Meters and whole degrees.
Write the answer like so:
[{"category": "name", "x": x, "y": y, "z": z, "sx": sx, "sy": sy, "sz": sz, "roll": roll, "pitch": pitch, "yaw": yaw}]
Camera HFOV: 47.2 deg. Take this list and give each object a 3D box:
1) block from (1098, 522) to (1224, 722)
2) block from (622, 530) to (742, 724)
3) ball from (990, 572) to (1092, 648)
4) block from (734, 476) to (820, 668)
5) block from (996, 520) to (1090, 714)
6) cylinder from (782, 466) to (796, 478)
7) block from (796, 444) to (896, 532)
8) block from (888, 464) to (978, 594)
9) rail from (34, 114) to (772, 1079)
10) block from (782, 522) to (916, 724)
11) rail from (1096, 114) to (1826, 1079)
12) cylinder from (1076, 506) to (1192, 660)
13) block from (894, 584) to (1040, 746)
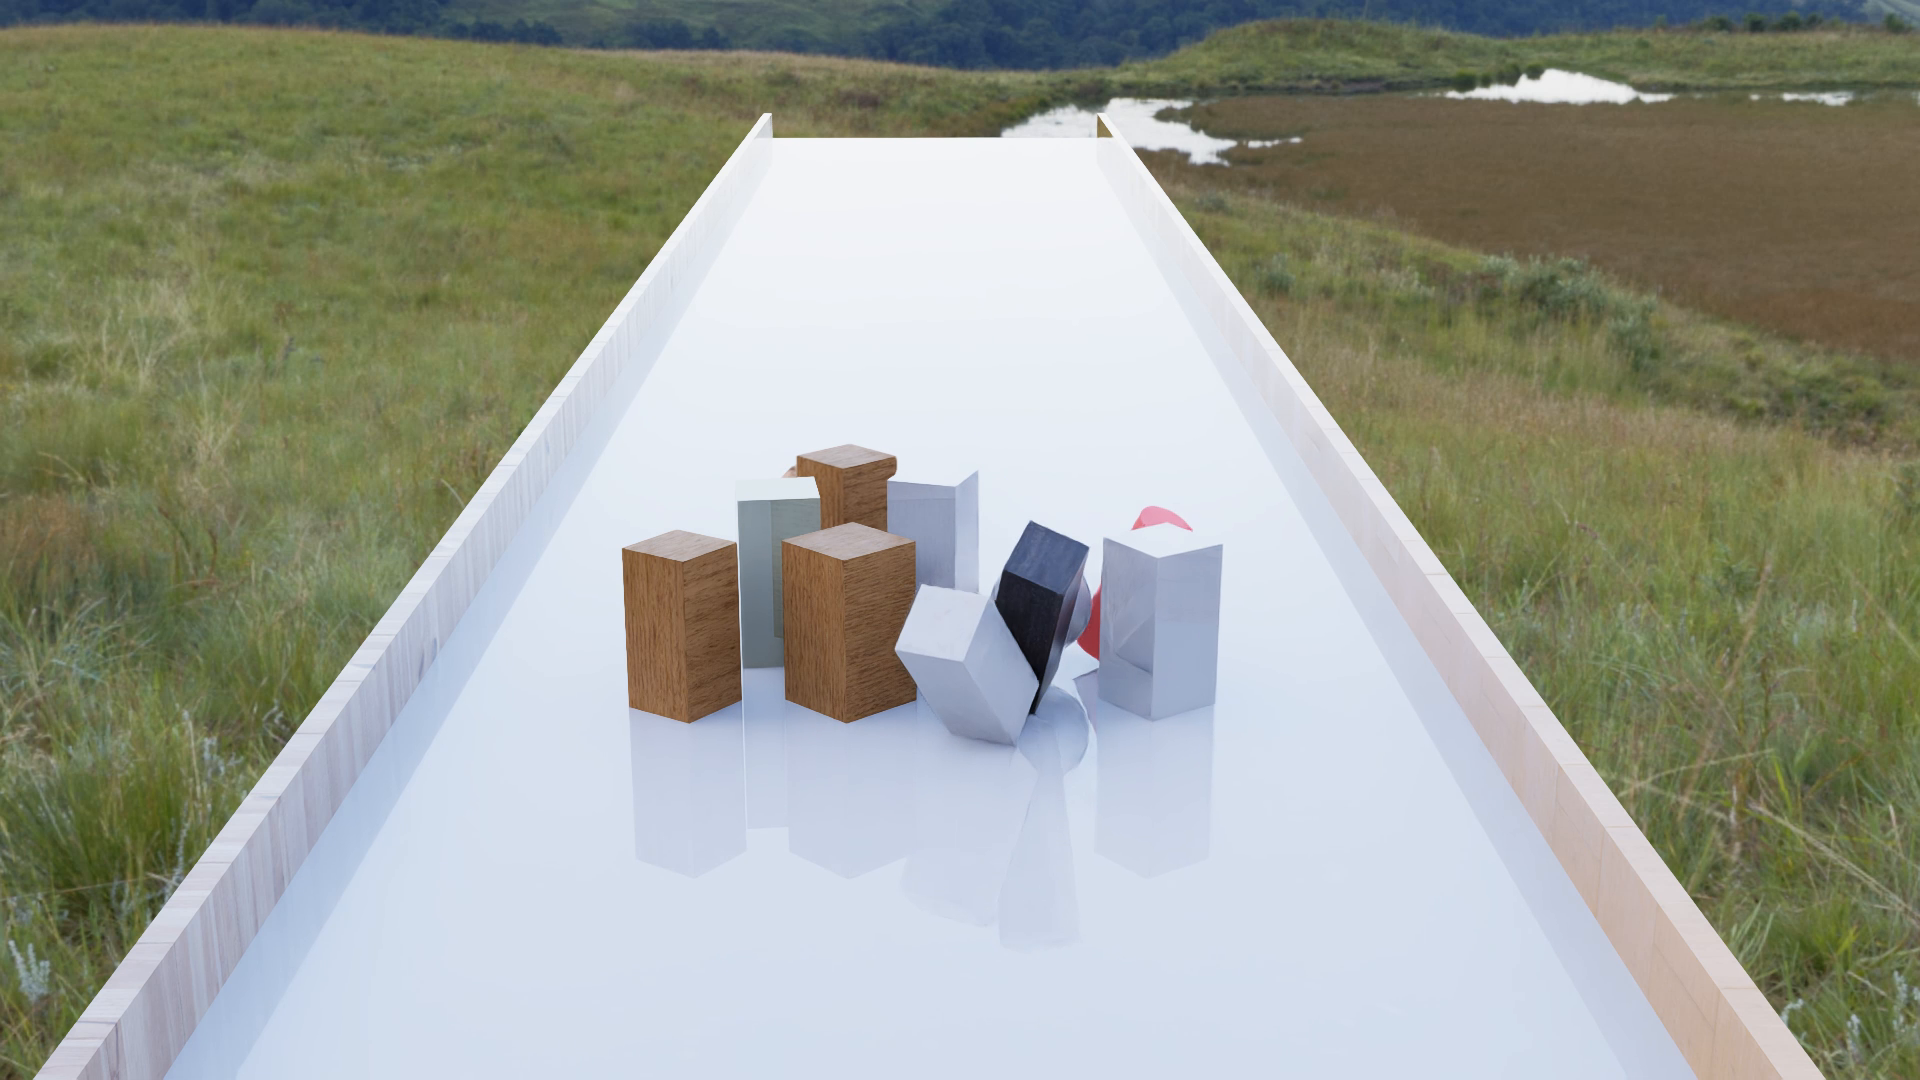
[{"category": "block", "x": 0.376, "y": 0.153, "z": 4.147, "sx": 0.158, "sy": 0.320, "sz": 0.158, "roll": -11, "pitch": 21, "yaw": -34}, {"category": "block", "x": -0.522, "y": 0.160, "z": 4.137, "sx": 0.151, "sy": 0.315, "sz": 0.151, "roll": 11, "pitch": 20, "yaw": 33}, {"category": "ball", "x": 0.160, "y": 0.125, "z": 4.328, "sx": 0.200, "sy": 0.200, "sz": 0.200, "roll": 0, "pitch": 17, "yaw": 0}, {"category": "block", "x": -0.364, "y": 0.064, "z": 4.405, "sx": 0.161, "sy": 0.346, "sz": 0.161, "roll": -2, "pitch": 17, "yaw": -8}, {"category": "block", "x": 0.130, "y": 0.147, "z": 3.993, "sx": 0.117, "sy": 0.415, "sz": 0.117, "roll": 24, "pitch": 57, "yaw": 9}, {"category": "cylinder", "x": -0.262, "y": -0.029, "z": 4.802, "sx": 0.321, "sy": 0.105, "sz": 0.105, "roll": 41, "pitch": -3, "yaw": -27}, {"category": "block", "x": -0.236, "y": -0.005, "z": 4.621, "sx": 0.148, "sy": 0.354, "sz": 0.148, "roll": -15, "pitch": 22, "yaw": -42}, {"category": "block", "x": -0.052, "y": 0.055, "z": 4.370, "sx": 0.141, "sy": 0.383, "sz": 0.141, "roll": 6, "pitch": 17, "yaw": 18}, {"category": "rail", "x": -1.118, "y": -0.838, "z": 7.780, "sx": 0.050, "sy": 0.150, "sz": 12.000, "roll": 0, "pitch": 17, "yaw": -1}, {"category": "block", "x": -0.208, "y": 0.153, "z": 4.156, "sx": 0.178, "sy": 0.317, "sz": 0.178, "roll": -15, "pitch": 22, "yaw": -42}, {"category": "rail", "x": 0.932, "y": -0.844, "z": 7.801, "sx": 0.050, "sy": 0.150, "sz": 12.000, "roll": 0, "pitch": 17, "yaw": -1}, {"category": "cylinder", "x": 0.342, "y": 0.089, "z": 4.348, "sx": 0.115, "sy": 0.313, "sz": 0.115, "roll": 19, "pitch": 33, "yaw": -13}, {"category": "block", "x": 0.016, "y": 0.225, "z": 3.914, "sx": 0.134, "sy": 0.306, "sz": 0.134, "roll": 9, "pitch": 61, "yaw": 27}]
